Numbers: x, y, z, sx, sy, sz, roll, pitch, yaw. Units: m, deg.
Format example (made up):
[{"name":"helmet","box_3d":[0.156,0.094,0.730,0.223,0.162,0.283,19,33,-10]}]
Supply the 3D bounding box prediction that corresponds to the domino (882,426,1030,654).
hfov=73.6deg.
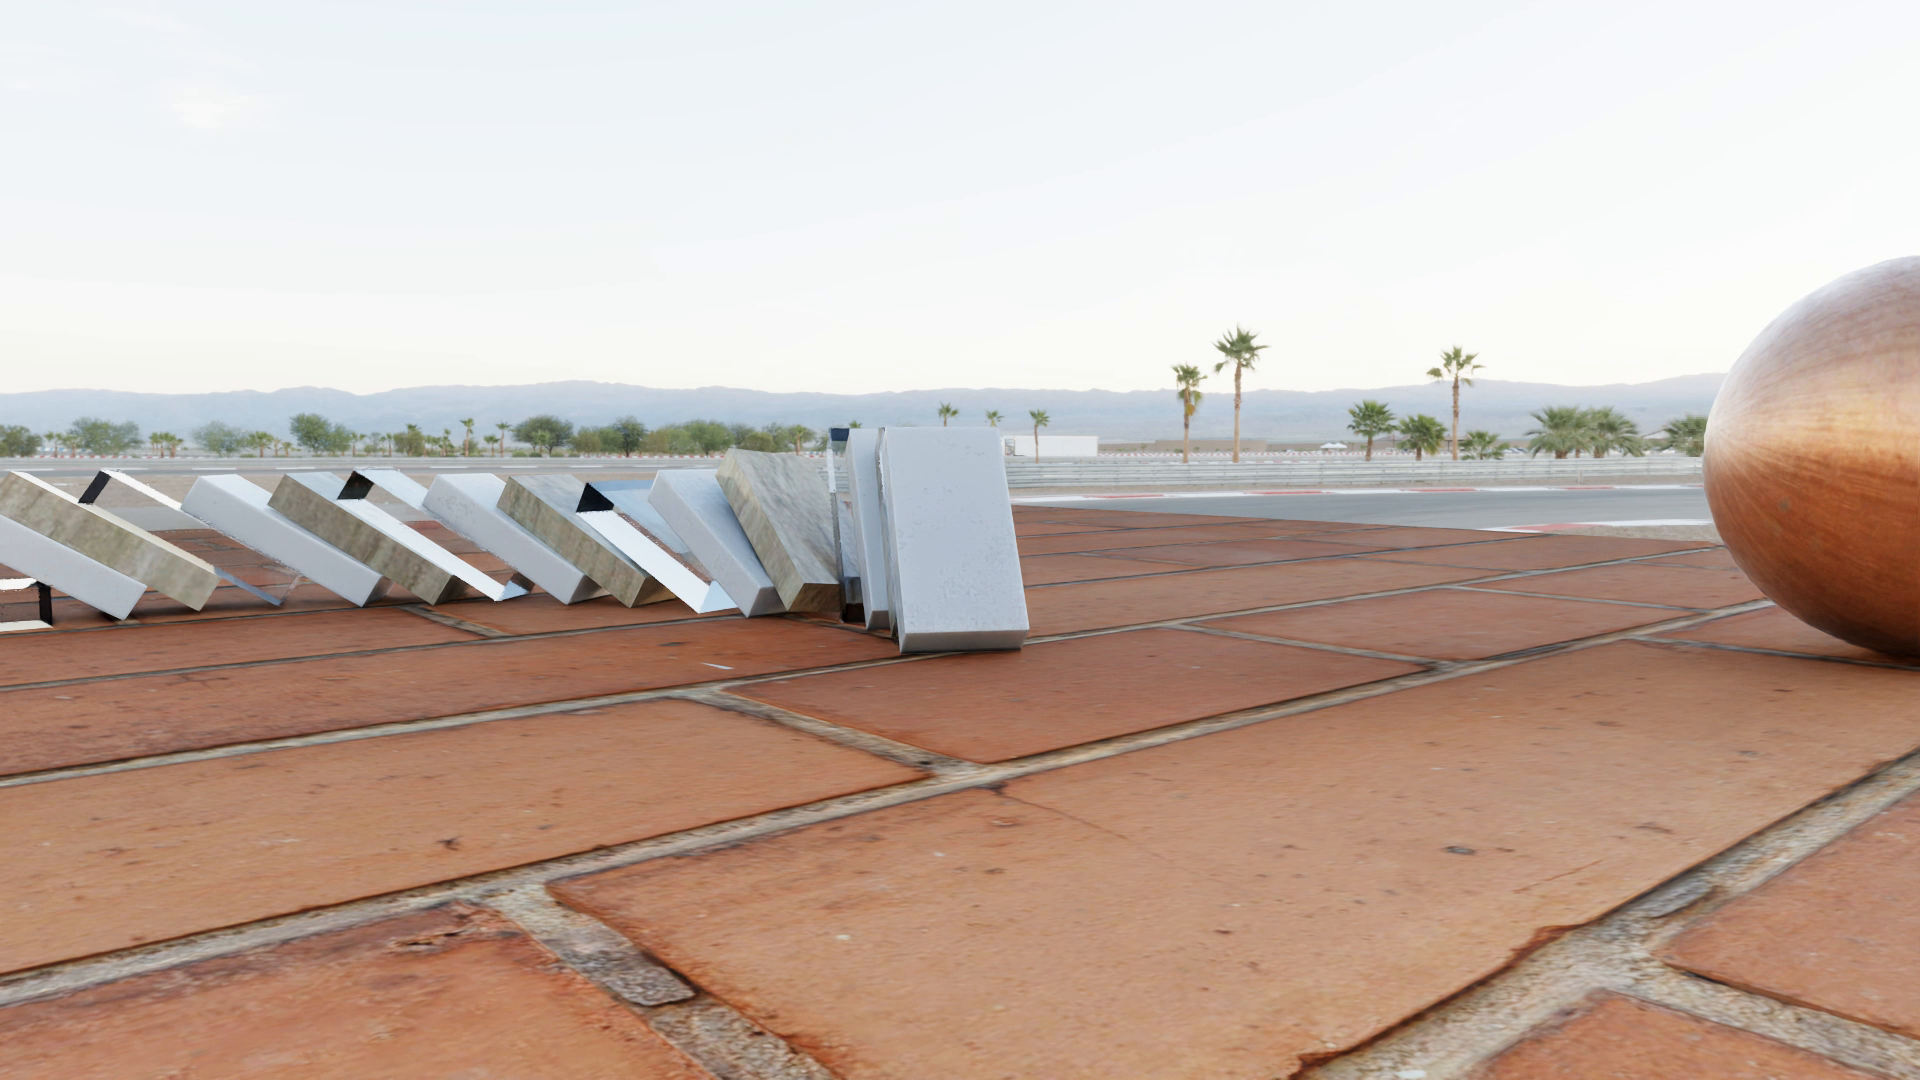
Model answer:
[{"name":"domino","box_3d":[-0.002,-0.001,0.271,0.025,0.050,0.010,-1,-31,-11]}]

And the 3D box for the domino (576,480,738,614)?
[{"name":"domino","box_3d":[-0.076,0.001,0.342,0.050,0.010,0.025,35,20,25]}]

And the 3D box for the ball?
[{"name":"ball","box_3d":[0.192,-0.016,0.252,0.080,0.080,0.080,0,4,0]}]

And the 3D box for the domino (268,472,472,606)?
[{"name":"domino","box_3d":[-0.158,-0.001,0.349,0.050,0.009,0.025,32,3,-4]}]

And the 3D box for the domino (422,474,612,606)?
[{"name":"domino","box_3d":[-0.119,-0.001,0.352,0.050,0.009,0.025,33,10,9]}]

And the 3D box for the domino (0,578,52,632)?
[{"name":"domino","box_3d":[-0.238,0.016,0.290,0.050,0.010,0.025,-4,6,-44]}]

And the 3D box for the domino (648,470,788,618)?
[{"name":"domino","box_3d":[-0.057,0.000,0.333,0.025,0.009,0.050,-4,40,-48]}]

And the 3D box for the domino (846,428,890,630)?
[{"name":"domino","box_3d":[-0.012,-0.003,0.305,0.025,0.050,0.009,-1,-31,-14]}]

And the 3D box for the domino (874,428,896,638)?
[{"name":"domino","box_3d":[-0.005,-0.003,0.294,0.025,0.050,0.009,-1,-31,-11]}]

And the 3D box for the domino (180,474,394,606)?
[{"name":"domino","box_3d":[-0.177,0.000,0.342,0.050,0.010,0.025,31,-2,-11]}]

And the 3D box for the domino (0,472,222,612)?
[{"name":"domino","box_3d":[-0.212,0.000,0.320,0.050,0.009,0.025,35,-15,-25]}]

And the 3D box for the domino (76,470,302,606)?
[{"name":"domino","box_3d":[-0.197,0.000,0.331,0.050,0.009,0.025,33,-11,-20]}]

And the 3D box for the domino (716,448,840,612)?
[{"name":"domino","box_3d":[-0.041,-0.003,0.328,0.025,0.009,0.050,4,40,-41]}]

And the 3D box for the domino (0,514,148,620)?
[{"name":"domino","box_3d":[-0.223,0.002,0.306,0.050,0.010,0.025,38,-19,-33]}]

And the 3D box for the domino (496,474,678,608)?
[{"name":"domino","box_3d":[-0.098,-0.001,0.349,0.050,0.009,0.025,34,15,16]}]

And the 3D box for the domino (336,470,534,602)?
[{"name":"domino","box_3d":[-0.141,-0.002,0.351,0.050,0.010,0.025,32,3,-1]}]

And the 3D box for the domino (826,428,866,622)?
[{"name":"domino","box_3d":[-0.018,-0.004,0.315,0.025,0.050,0.010,0,-31,-14]}]

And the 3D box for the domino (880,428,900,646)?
[{"name":"domino","box_3d":[-0.003,-0.002,0.282,0.025,0.050,0.009,-1,-31,-11]}]
